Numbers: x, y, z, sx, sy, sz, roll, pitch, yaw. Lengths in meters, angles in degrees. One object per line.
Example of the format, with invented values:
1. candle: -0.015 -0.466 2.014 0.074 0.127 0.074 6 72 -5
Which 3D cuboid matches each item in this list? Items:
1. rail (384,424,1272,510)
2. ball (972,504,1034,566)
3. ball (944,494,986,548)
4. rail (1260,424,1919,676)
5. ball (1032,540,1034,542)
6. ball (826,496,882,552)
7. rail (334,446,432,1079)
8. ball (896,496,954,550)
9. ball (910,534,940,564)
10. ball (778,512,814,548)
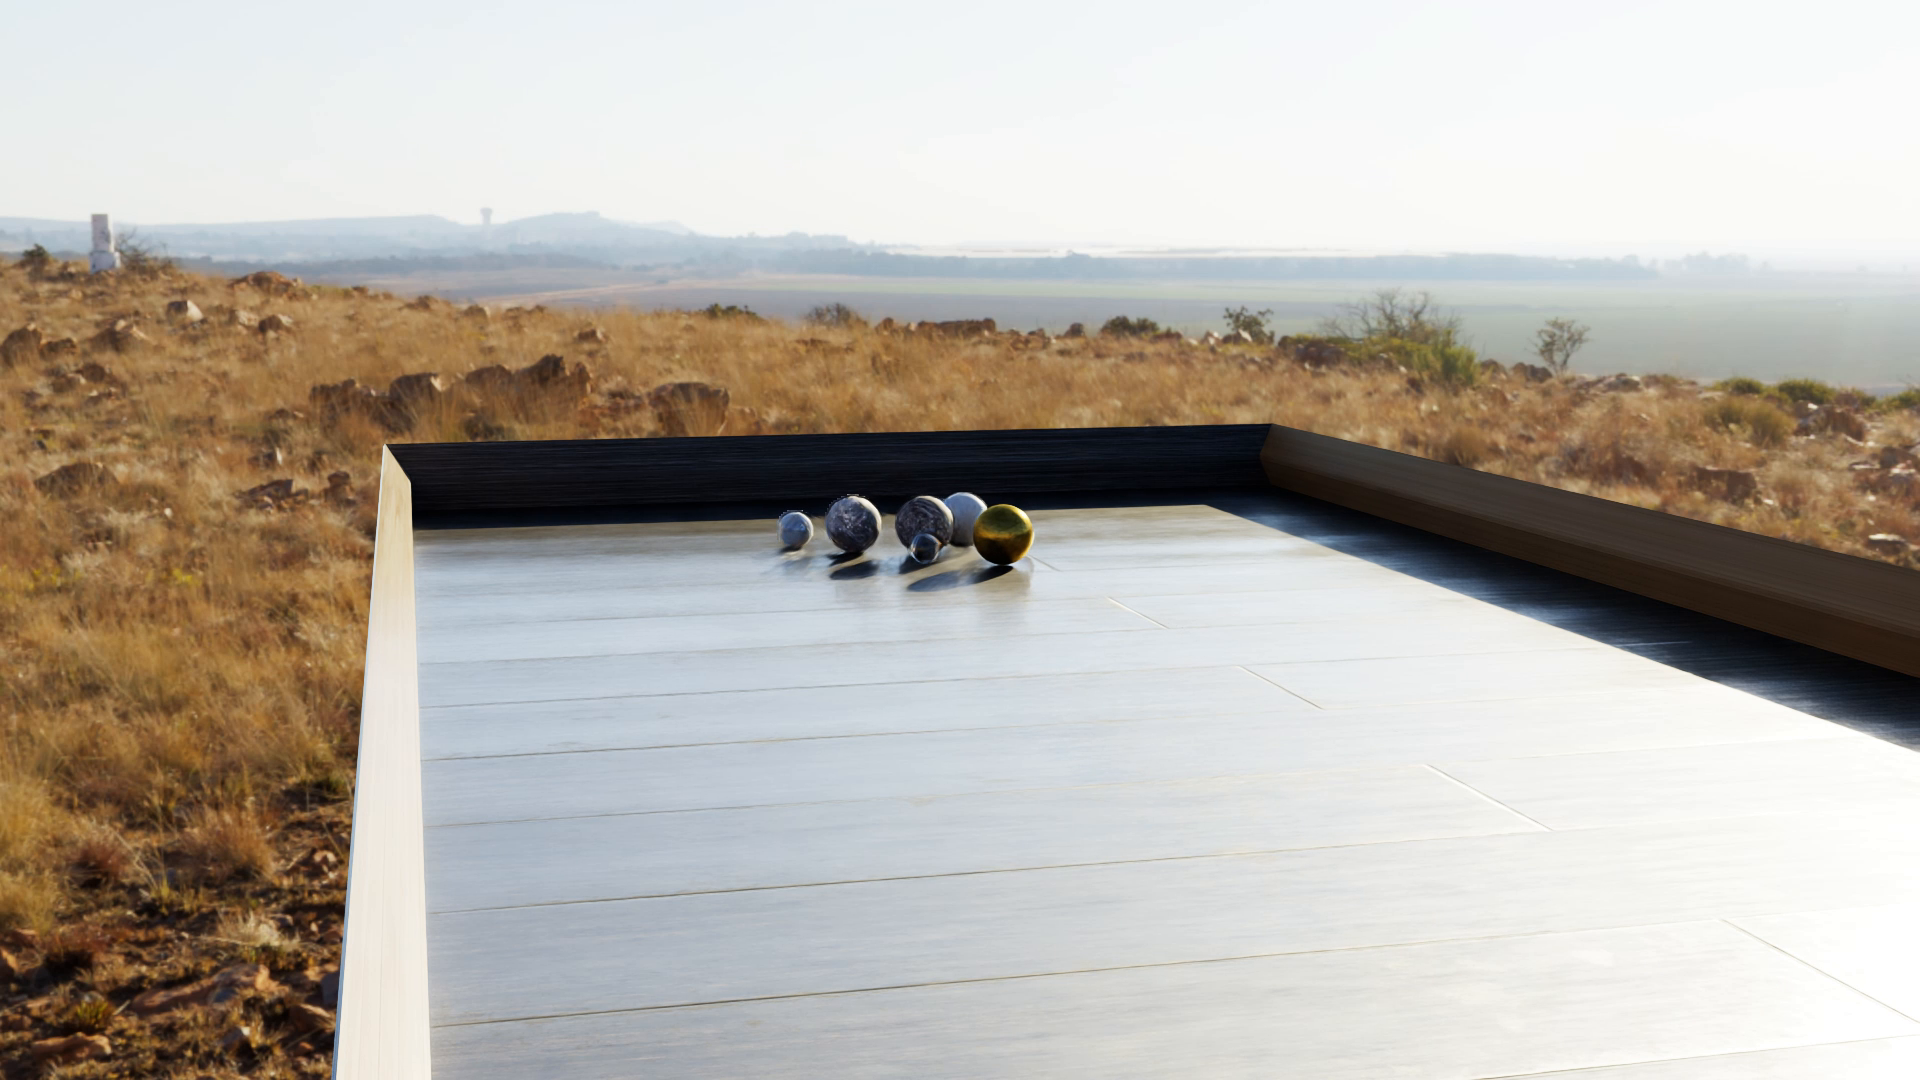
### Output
1. rail: -0.206 -0.142 4.238 1.747 0.123 0.045 -2 8 -14
2. ball: 0.067 -0.008 3.411 0.094 0.094 0.094 0 8 0
3. ball: 0.004 -0.032 3.592 0.090 0.090 0.090 0 8 0
4. rail: 1.037 0.065 2.794 0.045 0.123 3.483 -2 8 -14
5. ball: 0.090 -0.007 3.530 0.058 0.058 0.058 0 8 0
6. ball: -0.172 -0.025 3.543 0.090 0.090 0.090 0 8 0
7. rail: -0.612 0.124 2.384 0.045 0.123 3.483 -2 8 -14
8. ball: -0.056 -0.023 3.521 0.094 0.094 0.094 0 8 0
9. ball: -0.055 0.013 3.428 0.047 0.047 0.047 0 8 0
10. ball: -0.269 -0.017 3.601 0.058 0.058 0.058 0 8 0
